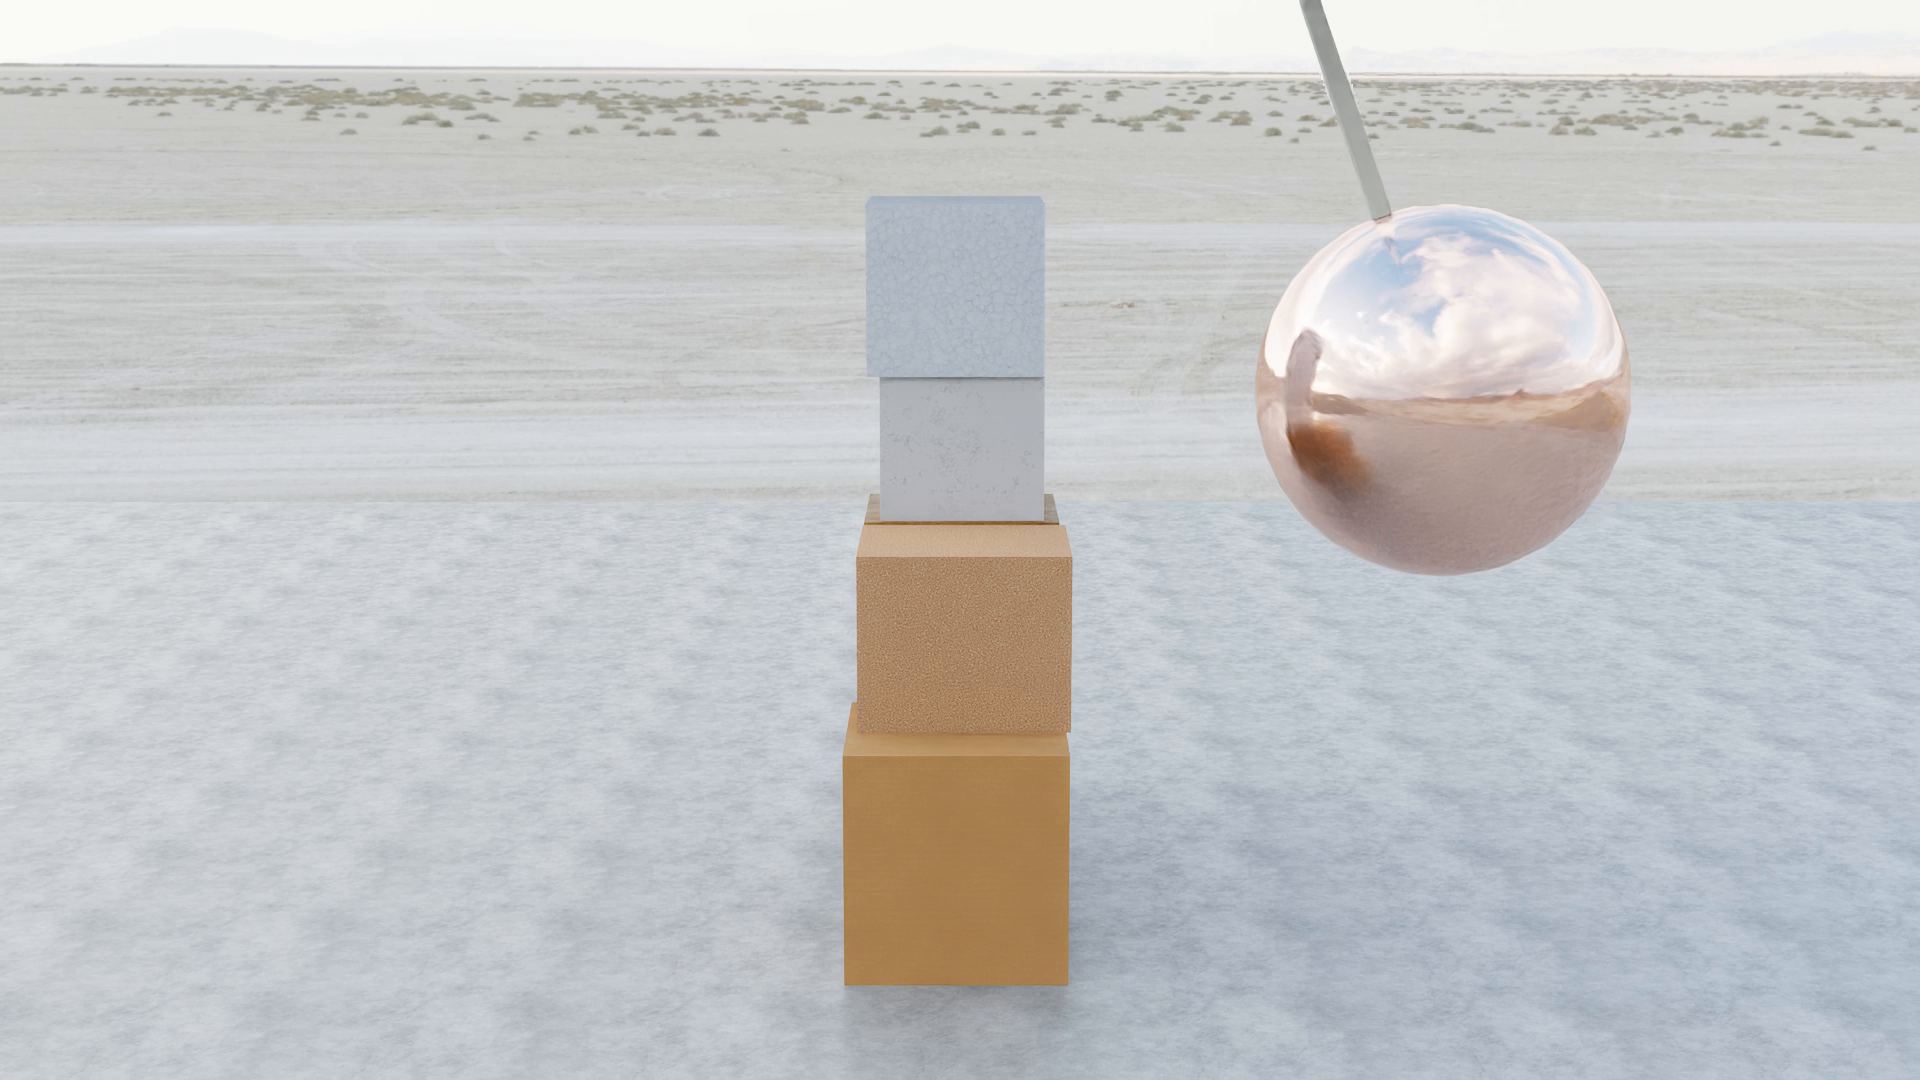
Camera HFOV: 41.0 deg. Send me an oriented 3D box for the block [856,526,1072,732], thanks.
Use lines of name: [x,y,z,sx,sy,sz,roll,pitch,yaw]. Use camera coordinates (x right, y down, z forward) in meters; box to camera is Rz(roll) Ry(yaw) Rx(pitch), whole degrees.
block: [0.017,0.352,10.484,0.849,0.712,0.721,0,10,0]

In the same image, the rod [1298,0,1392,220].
rod: [0.899,-3.781,10.493,0.080,5.200,0.080,-20,10,4]

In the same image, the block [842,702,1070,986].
block: [-0.014,1.207,10.351,0.874,0.923,0.861,0,10,0]

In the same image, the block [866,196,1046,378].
block: [-0.019,-1.096,10.981,0.741,0.714,0.736,0,10,0]

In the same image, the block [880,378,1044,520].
block: [0.009,-0.443,11.100,0.691,0.612,0.685,0,10,0]

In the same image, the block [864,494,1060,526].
block: [0.007,0.289,11.228,0.821,0.875,0.746,0,10,0]

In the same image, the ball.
ball: [2.074,-0.642,11.064,1.600,1.600,1.600,0,10,0]
